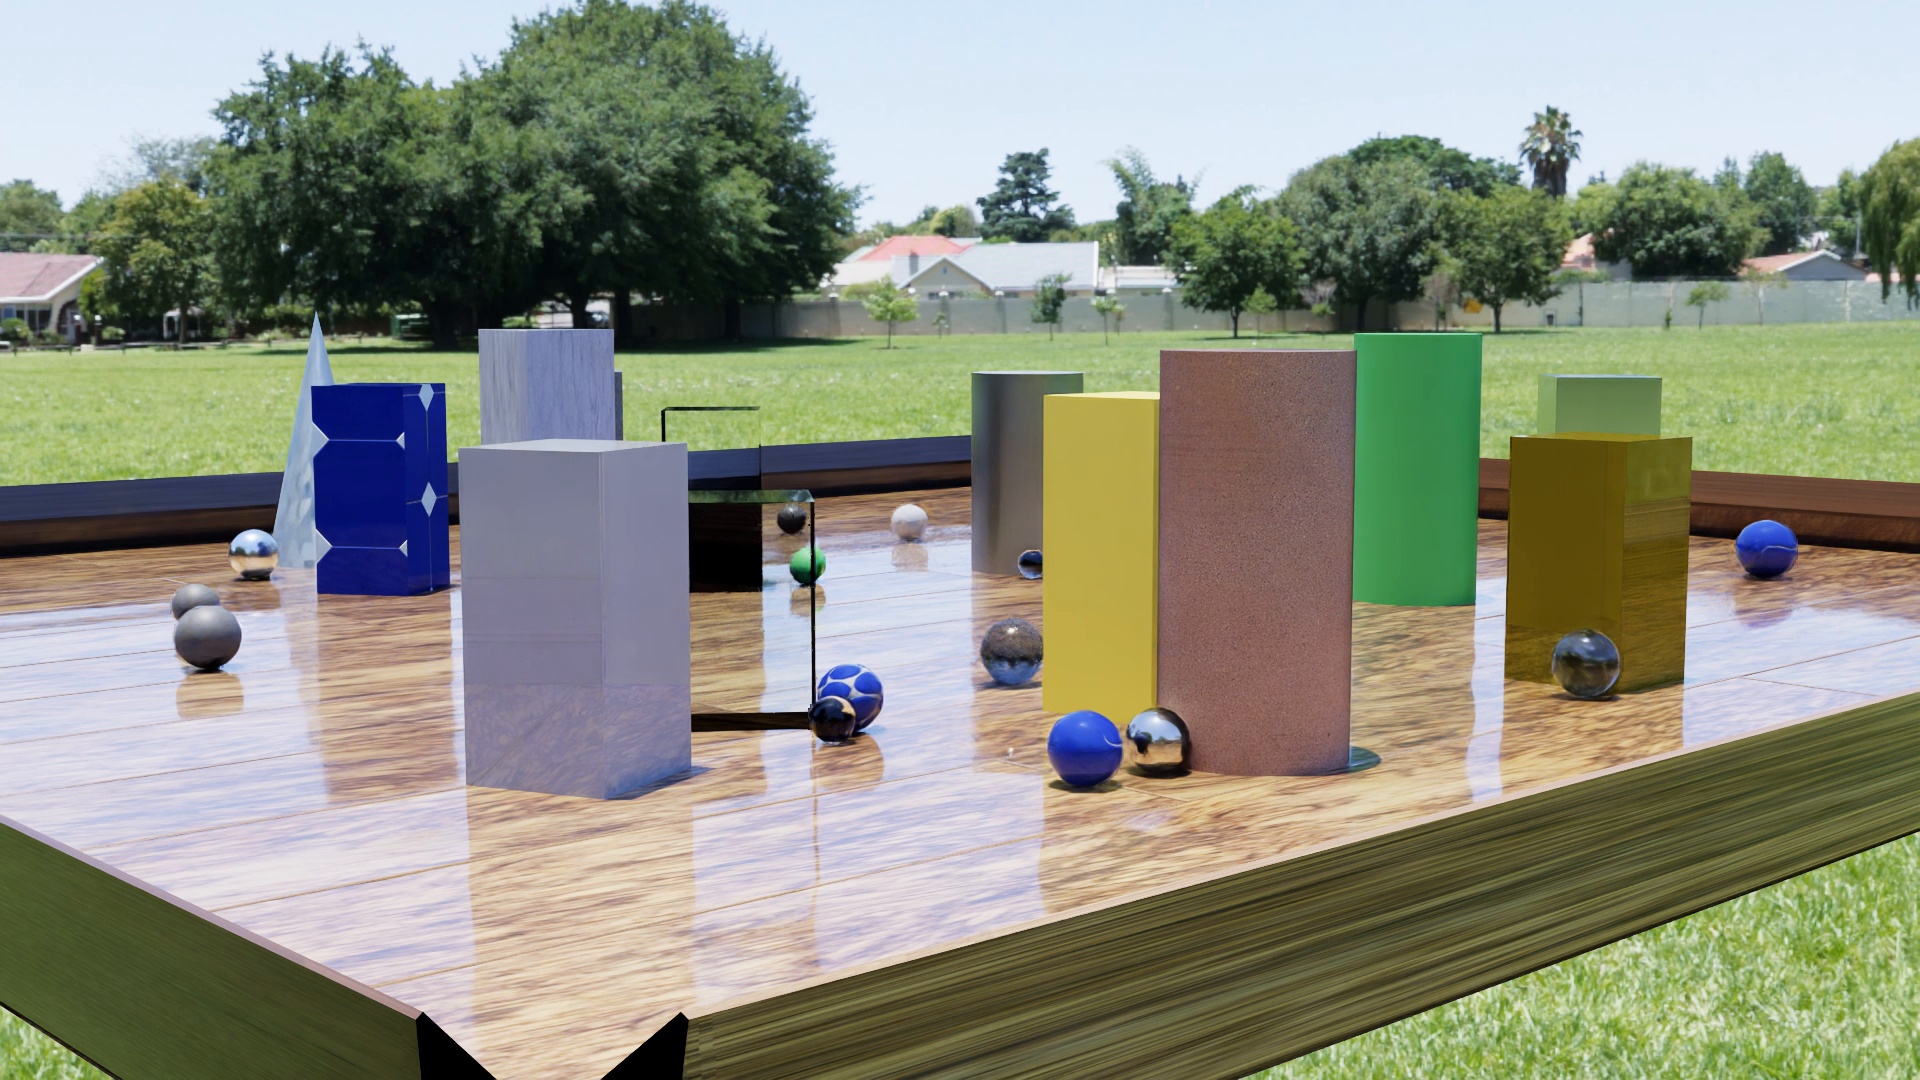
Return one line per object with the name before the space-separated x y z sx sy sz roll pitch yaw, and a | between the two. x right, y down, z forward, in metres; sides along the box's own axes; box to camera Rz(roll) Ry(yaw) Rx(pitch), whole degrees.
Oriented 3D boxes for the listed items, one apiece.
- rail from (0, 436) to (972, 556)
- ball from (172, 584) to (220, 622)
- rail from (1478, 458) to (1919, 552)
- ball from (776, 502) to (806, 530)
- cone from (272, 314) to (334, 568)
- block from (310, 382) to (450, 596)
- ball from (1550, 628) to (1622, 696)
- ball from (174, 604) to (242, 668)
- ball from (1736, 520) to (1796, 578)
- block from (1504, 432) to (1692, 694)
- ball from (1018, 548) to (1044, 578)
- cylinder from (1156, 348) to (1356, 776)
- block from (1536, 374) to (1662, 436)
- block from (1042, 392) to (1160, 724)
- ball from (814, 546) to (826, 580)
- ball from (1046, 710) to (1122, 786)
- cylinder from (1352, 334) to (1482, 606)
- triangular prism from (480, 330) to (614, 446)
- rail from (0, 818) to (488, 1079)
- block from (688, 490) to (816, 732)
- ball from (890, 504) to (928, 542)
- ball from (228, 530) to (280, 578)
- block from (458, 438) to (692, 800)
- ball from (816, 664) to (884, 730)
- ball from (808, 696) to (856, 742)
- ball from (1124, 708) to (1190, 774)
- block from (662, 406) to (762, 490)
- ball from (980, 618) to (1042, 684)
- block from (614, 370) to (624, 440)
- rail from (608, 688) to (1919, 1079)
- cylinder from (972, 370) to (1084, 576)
rail | -1.093 -0.092 4.510 3.536 0.124 0.045 -6 8 -42
ball | -1.062 0.093 3.057 0.064 0.064 0.064 0 6 0
rail | 1.282 -0.092 4.508 0.045 0.124 3.270 -6 8 -42
ball | -0.340 -0.047 4.415 0.058 0.058 0.058 0 6 0
cone | -1.123 -0.182 3.858 0.191 0.442 0.191 0 6 0
block | -0.916 -0.084 3.485 0.153 0.325 0.153 1 6 11
ball | 0.720 0.141 2.529 0.078 0.078 0.078 0 6 0
ball | -0.932 0.120 2.725 0.080 0.080 0.080 0 6 0
ball | 1.336 0.015 3.646 0.095 0.095 0.095 0 6 0
block | 0.765 0.022 2.637 0.153 0.292 0.153 -6 8 -44
ball | 0.120 0.039 3.639 0.049 0.049 0.049 0 6 0
cylinder | 0.292 0.015 2.174 0.191 0.404 0.191 0 6 0
block | 0.970 -0.079 3.356 0.153 0.342 0.153 0 6 5
block | 0.200 0.015 2.431 0.153 0.350 0.153 6 8 43
ball | -0.249 0.038 3.590 0.062 0.062 0.062 0 6 0
ball | 0.116 0.195 2.055 0.071 0.071 0.071 0 6 0
cylinder | 0.698 -0.112 3.371 0.191 0.406 0.191 0 6 0
triangular prism | -0.537 -0.052 2.734 0.144 0.418 0.166 4 7 31
rail | -1.282 0.156 2.156 0.045 0.124 3.270 -6 8 -42
block | -0.237 0.073 2.390 0.153 0.242 0.153 -1 6 -6
ball | -0.097 -0.033 4.213 0.071 0.071 0.071 0 6 0
ball | -1.165 0.023 3.632 0.081 0.081 0.081 0 6 0
block | -0.362 0.068 2.083 0.153 0.317 0.153 3 7 24
ball | -0.116 0.166 2.324 0.072 0.072 0.072 0 6 0
ball | -0.131 0.184 2.261 0.048 0.048 0.048 0 6 0
ball | 0.190 0.193 2.115 0.063 0.063 0.063 0 6 0
block | -0.401 -0.071 3.566 0.153 0.283 0.153 0 6 -4
ball | 0.063 0.133 2.608 0.078 0.078 0.078 0 6 0
block | -0.639 -0.111 3.667 0.153 0.341 0.153 -1 6 -9
rail | 1.093 0.156 2.154 3.536 0.124 0.045 -6 8 -42
cylinder | 0.115 -0.118 3.757 0.191 0.336 0.191 0 6 0
